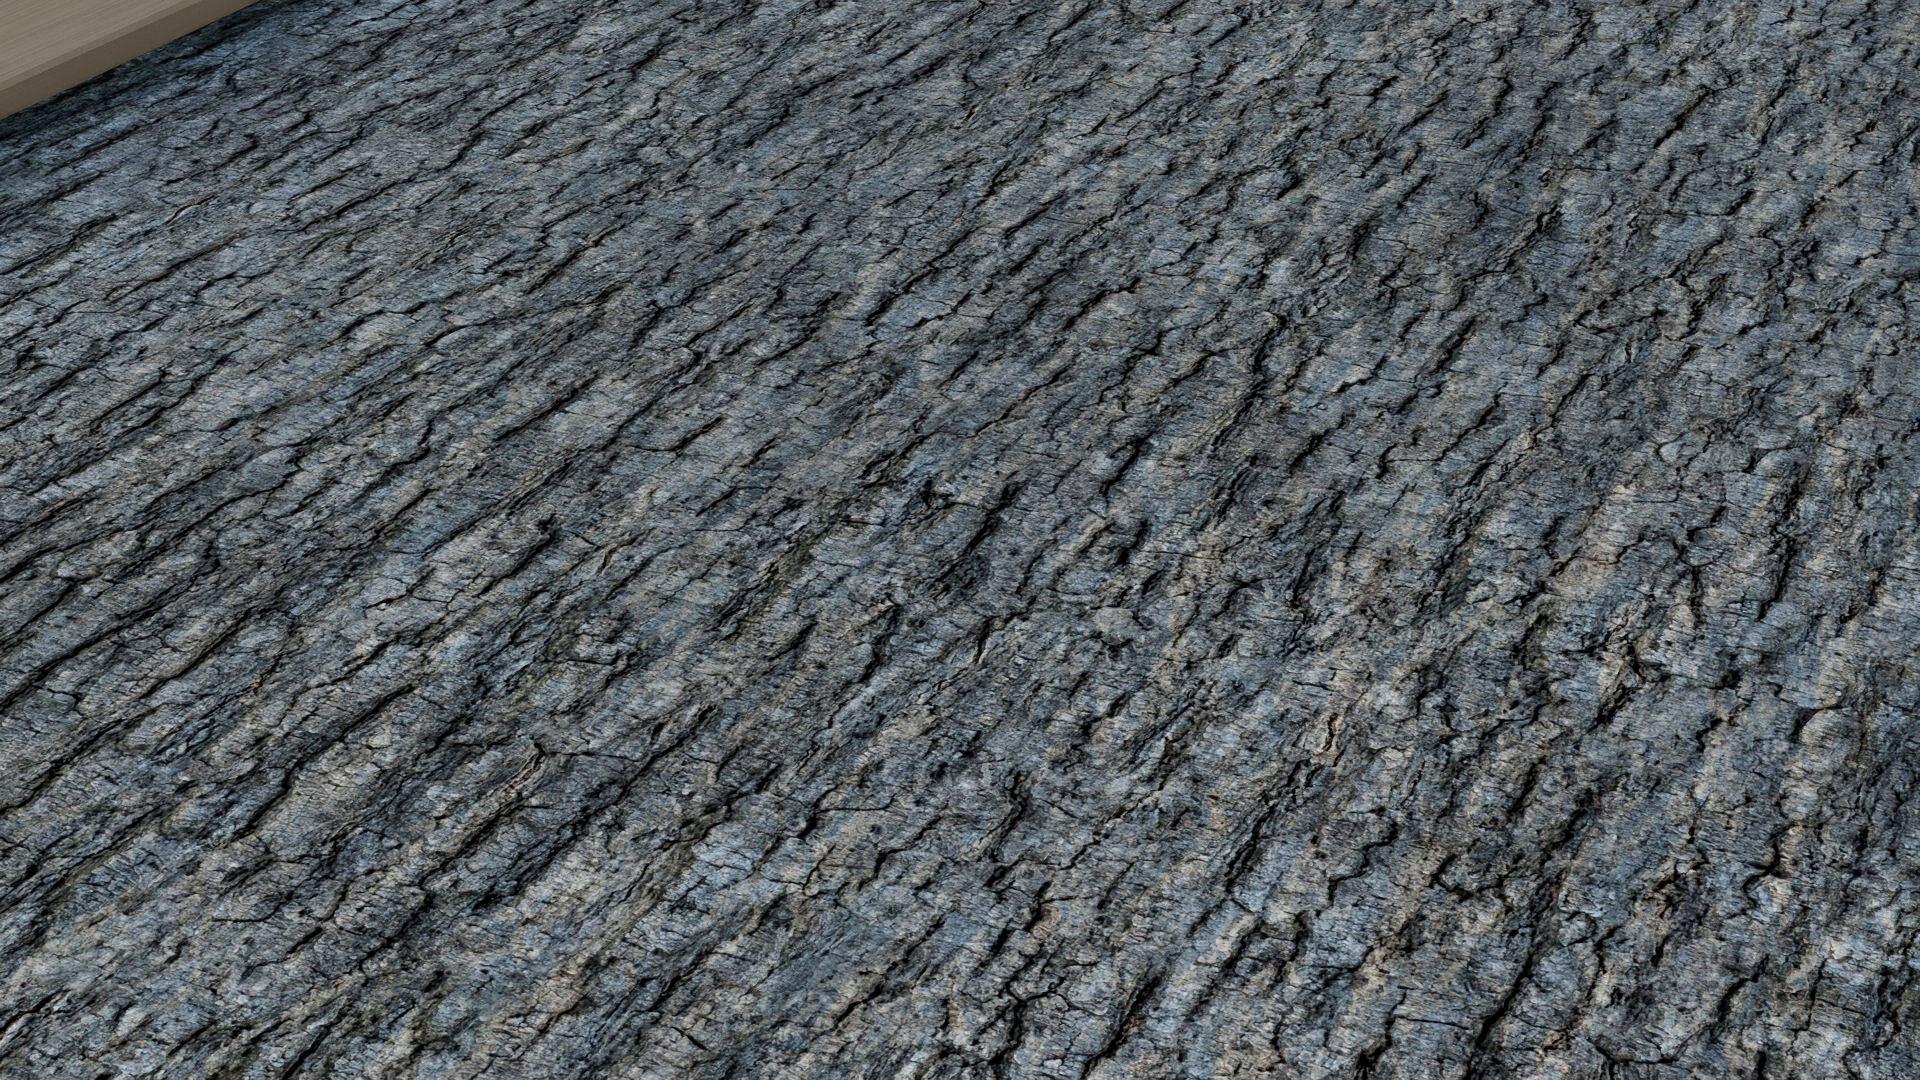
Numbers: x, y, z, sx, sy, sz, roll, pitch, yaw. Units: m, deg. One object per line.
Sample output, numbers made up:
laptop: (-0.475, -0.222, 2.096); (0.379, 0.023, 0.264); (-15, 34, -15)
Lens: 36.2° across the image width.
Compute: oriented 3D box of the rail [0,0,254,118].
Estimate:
rail: (-0.472, -0.647, 2.823); (0.045, 0.093, 3.922); (13, 31, 22)
